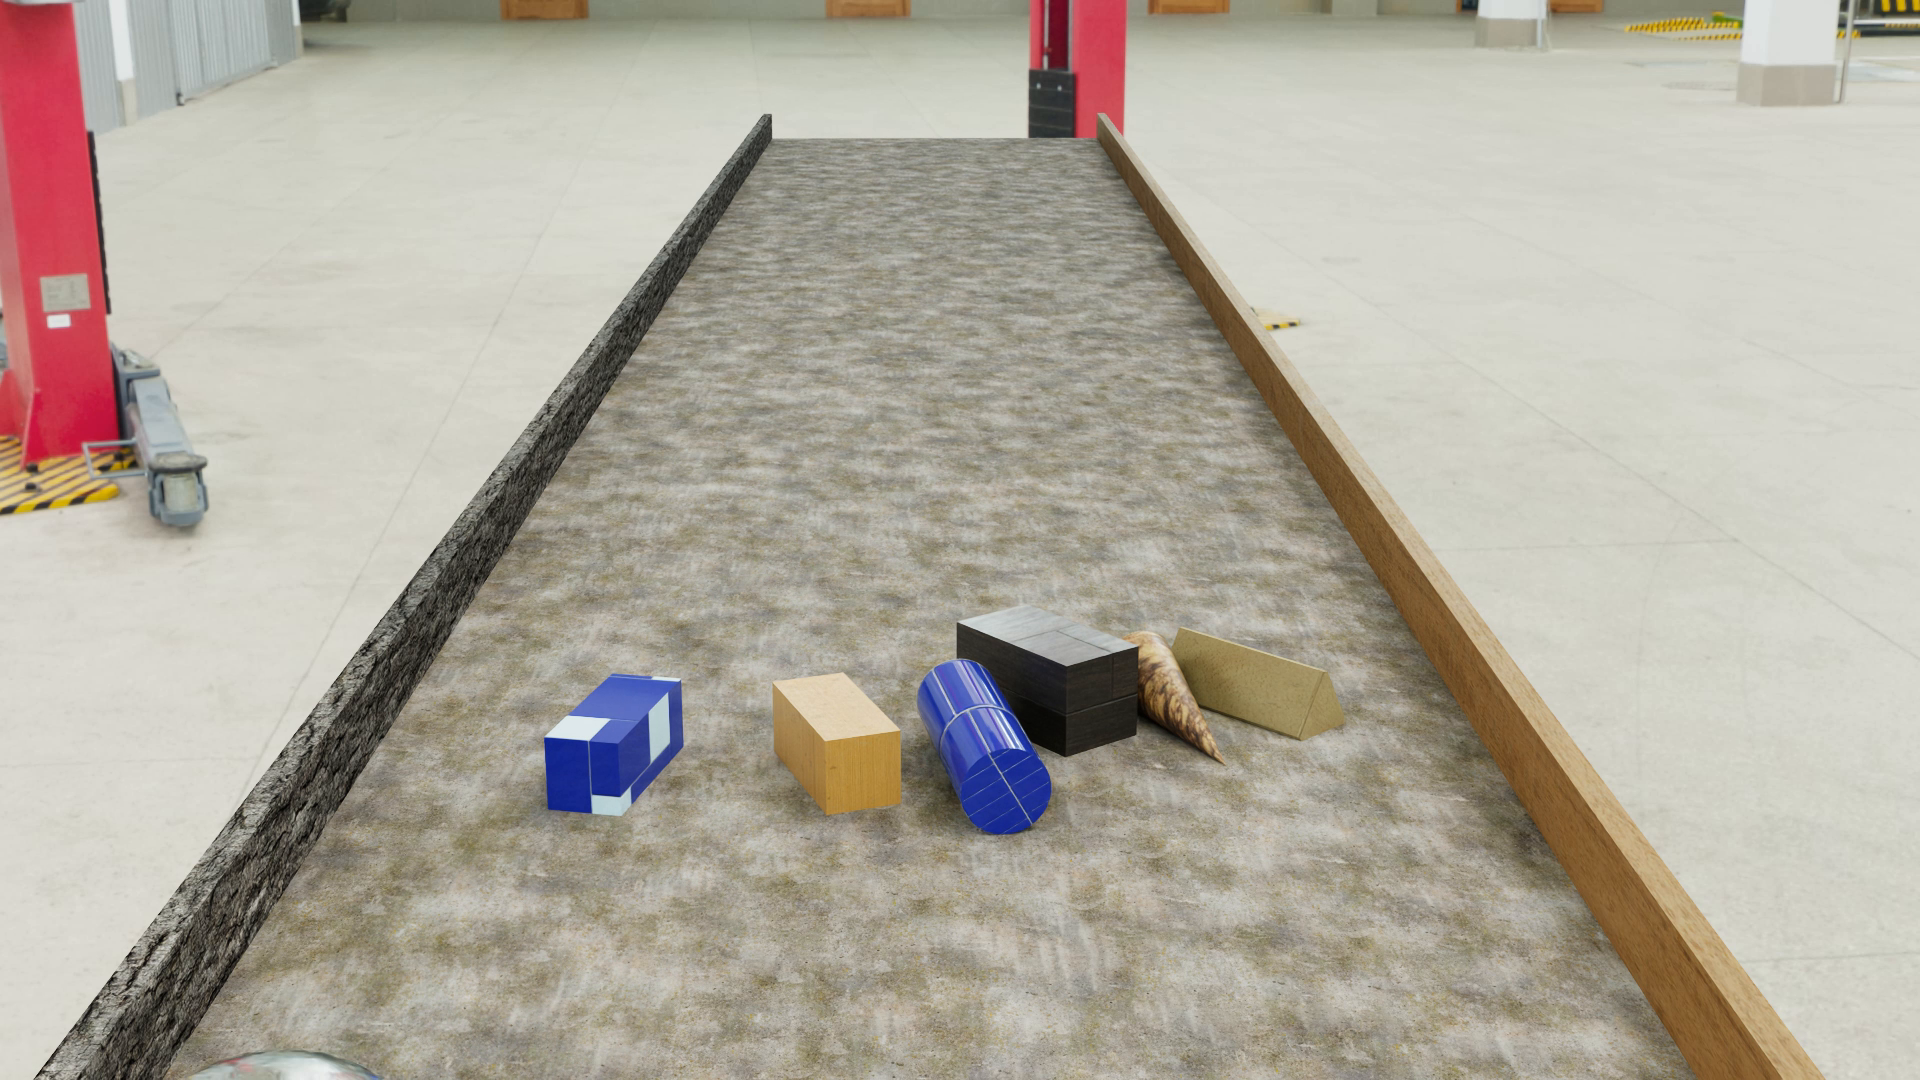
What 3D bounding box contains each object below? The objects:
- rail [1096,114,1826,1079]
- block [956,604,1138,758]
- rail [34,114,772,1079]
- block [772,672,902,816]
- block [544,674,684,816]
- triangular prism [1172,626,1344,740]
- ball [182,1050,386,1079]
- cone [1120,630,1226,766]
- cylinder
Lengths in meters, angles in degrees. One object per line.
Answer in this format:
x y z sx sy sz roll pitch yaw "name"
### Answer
0.932 -0.844 7.801 0.050 0.150 12.000 0 17 -1 "rail"
0.158 0.255 4.066 0.173 0.173 0.312 -13 21 -37 "block"
-1.118 -0.838 7.780 0.050 0.150 12.000 0 17 -1 "rail"
-0.217 0.349 3.819 0.133 0.133 0.304 -6 18 -20 "block"
-0.596 0.351 3.818 0.130 0.130 0.318 4 17 12 "block"
0.546 0.259 4.142 0.134 0.116 0.348 -15 22 -42 "triangular prism"
-0.682 0.693 2.188 0.364 0.364 0.364 0 17 0 "ball"
0.403 0.318 4.027 0.150 0.150 0.360 -7 30 -22 "cone"
0.035 0.348 3.787 0.151 0.151 0.438 -3 17 -10 "cylinder"
